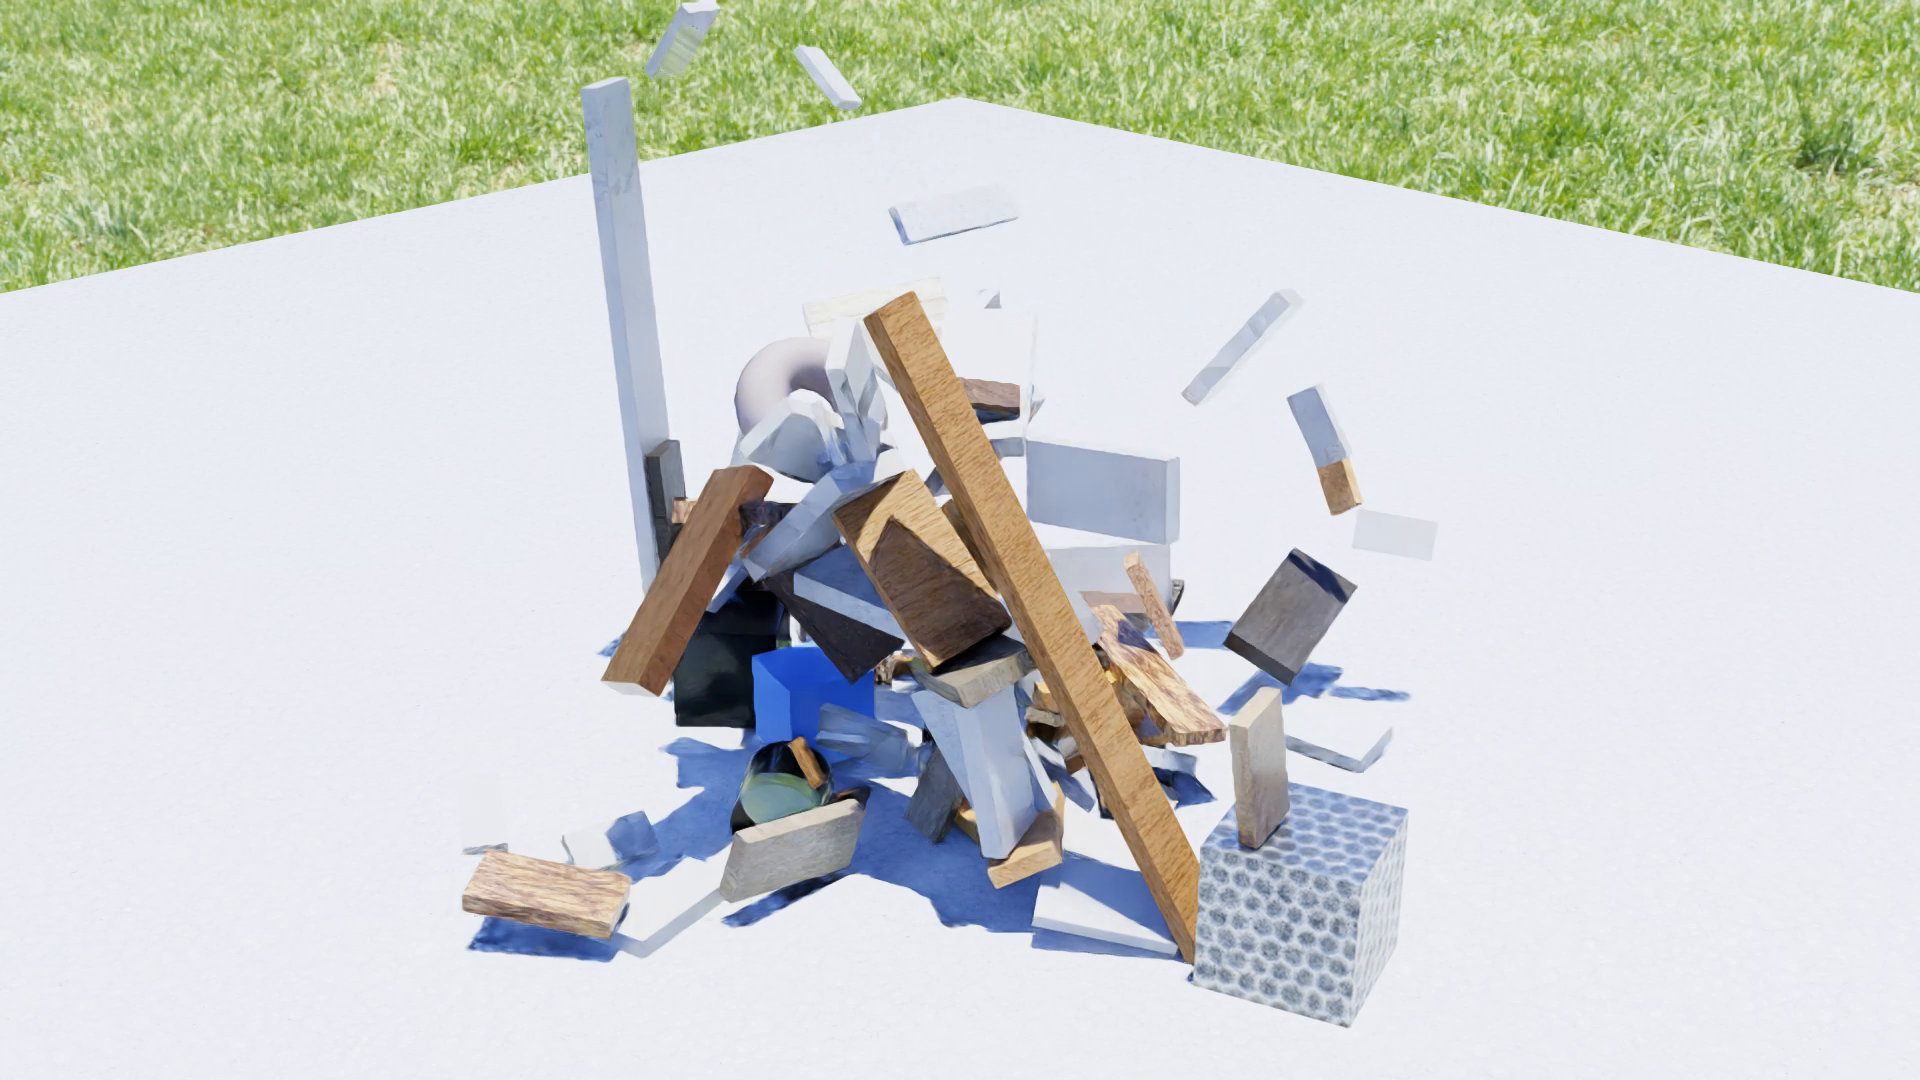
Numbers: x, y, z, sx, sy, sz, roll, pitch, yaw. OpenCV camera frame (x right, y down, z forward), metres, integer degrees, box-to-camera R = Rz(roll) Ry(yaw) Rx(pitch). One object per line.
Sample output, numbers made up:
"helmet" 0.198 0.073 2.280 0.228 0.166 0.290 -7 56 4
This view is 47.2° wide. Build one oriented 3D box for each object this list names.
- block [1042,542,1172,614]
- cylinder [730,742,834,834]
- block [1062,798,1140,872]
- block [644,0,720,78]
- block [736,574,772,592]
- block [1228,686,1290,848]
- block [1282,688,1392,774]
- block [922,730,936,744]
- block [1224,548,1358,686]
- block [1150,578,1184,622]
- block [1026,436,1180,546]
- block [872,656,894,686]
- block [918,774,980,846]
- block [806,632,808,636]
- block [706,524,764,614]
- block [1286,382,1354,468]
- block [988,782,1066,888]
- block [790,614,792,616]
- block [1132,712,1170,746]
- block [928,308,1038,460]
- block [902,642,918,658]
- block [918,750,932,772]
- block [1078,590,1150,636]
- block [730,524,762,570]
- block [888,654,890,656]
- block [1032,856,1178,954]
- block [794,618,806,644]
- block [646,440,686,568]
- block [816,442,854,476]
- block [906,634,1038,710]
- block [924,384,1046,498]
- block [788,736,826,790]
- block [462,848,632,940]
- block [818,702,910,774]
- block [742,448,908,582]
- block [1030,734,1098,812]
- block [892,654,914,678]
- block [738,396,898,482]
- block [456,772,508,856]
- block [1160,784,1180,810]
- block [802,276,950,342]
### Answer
"block" 0.328 0.095 5.194 0.337 0.169 0.048 -2 9 4
"cylinder" -0.348 0.515 4.320 0.177 0.177 0.177 2 23 4
"block" 0.246 0.602 4.146 0.132 0.037 0.265 -35 50 -26
"block" -0.507 -0.915 4.020 0.081 0.163 0.023 -22 69 -47
"block" -0.460 0.160 5.015 0.040 0.280 0.140 -17 25 -31
"block" 0.514 0.390 3.768 0.035 0.249 0.125 11 34 33
"block" 0.776 0.408 4.715 0.266 0.038 0.133 18 42 35
"block" -0.020 0.416 4.624 0.102 0.029 0.203 2 -5 5
"block" 0.735 0.166 4.876 0.169 0.048 0.338 33 47 12
"block" 0.480 0.146 5.380 0.103 0.029 0.206 6 24 15
"block" 0.258 -0.092 4.001 0.310 0.155 0.044 11 19 38
"block" -0.216 0.292 4.986 0.129 0.018 0.064 6 60 -3
"block" 0.017 0.526 4.423 0.102 0.029 0.203 -17 42 -35
"block" -0.361 0.186 5.262 0.013 0.047 0.094 -1 23 -3
"block" -0.537 0.050 4.879 0.140 0.040 0.280 13 40 20
"block" 0.785 -0.250 4.801 0.024 0.172 0.086 -27 2 -43
"block" 0.126 0.550 4.116 0.132 0.037 0.265 -24 16 12
"block" -0.448 0.169 5.346 0.047 0.013 0.094 -18 29 -36
"block" 0.394 0.412 4.752 0.206 0.029 0.103 -11 26 -25
"block" 0.045 -0.299 4.157 0.178 0.050 0.356 -1 47 10
"block" -0.085 0.235 5.145 0.064 0.018 0.185 1 17 10
"block" -0.011 0.493 4.562 0.102 0.029 0.203 -7 24 -16
"block" 0.195 0.169 5.092 0.478 0.169 0.048 4 64 -2
"block" -0.493 0.004 4.875 0.225 0.032 0.113 21 44 28
"block" -0.206 0.194 5.178 0.112 0.032 0.225 32 23 -11
"block" 0.274 0.663 4.017 0.265 0.037 0.132 11 53 4
"block" -0.380 0.203 5.222 0.013 0.047 0.094 -5 23 -11
"block" -0.635 0.050 4.942 0.032 0.545 0.112 2 22 17
"block" -0.226 -0.138 4.032 0.061 0.017 0.121 -25 -17 -5
"block" 0.021 0.228 4.011 0.153 0.043 0.306 -29 13 -13
"block" 0.048 -0.196 4.365 0.138 0.276 0.039 -14 62 -40
"block" -0.293 0.427 4.230 0.014 0.099 0.050 -29 -1 18
"block" -0.751 0.644 4.003 0.274 0.039 0.137 10 30 4
"block" -0.196 0.397 4.417 0.184 0.092 0.026 18 34 15
"block" -0.256 -0.045 4.130 0.172 0.345 0.049 -22 76 -43
"block" 0.202 0.470 4.429 0.133 0.038 0.266 35 6 -5
"block" -0.129 0.284 5.067 0.129 0.018 0.064 -14 26 -30
"block" -0.261 -0.174 4.078 0.276 0.138 0.039 17 39 -46
"block" -0.949 0.542 4.360 0.086 0.024 0.173 -5 49 -13
"block" 0.373 0.509 4.475 0.141 0.020 0.071 25 30 10
"block" -0.176 -0.476 4.849 0.312 0.044 0.156 -13 68 -11
